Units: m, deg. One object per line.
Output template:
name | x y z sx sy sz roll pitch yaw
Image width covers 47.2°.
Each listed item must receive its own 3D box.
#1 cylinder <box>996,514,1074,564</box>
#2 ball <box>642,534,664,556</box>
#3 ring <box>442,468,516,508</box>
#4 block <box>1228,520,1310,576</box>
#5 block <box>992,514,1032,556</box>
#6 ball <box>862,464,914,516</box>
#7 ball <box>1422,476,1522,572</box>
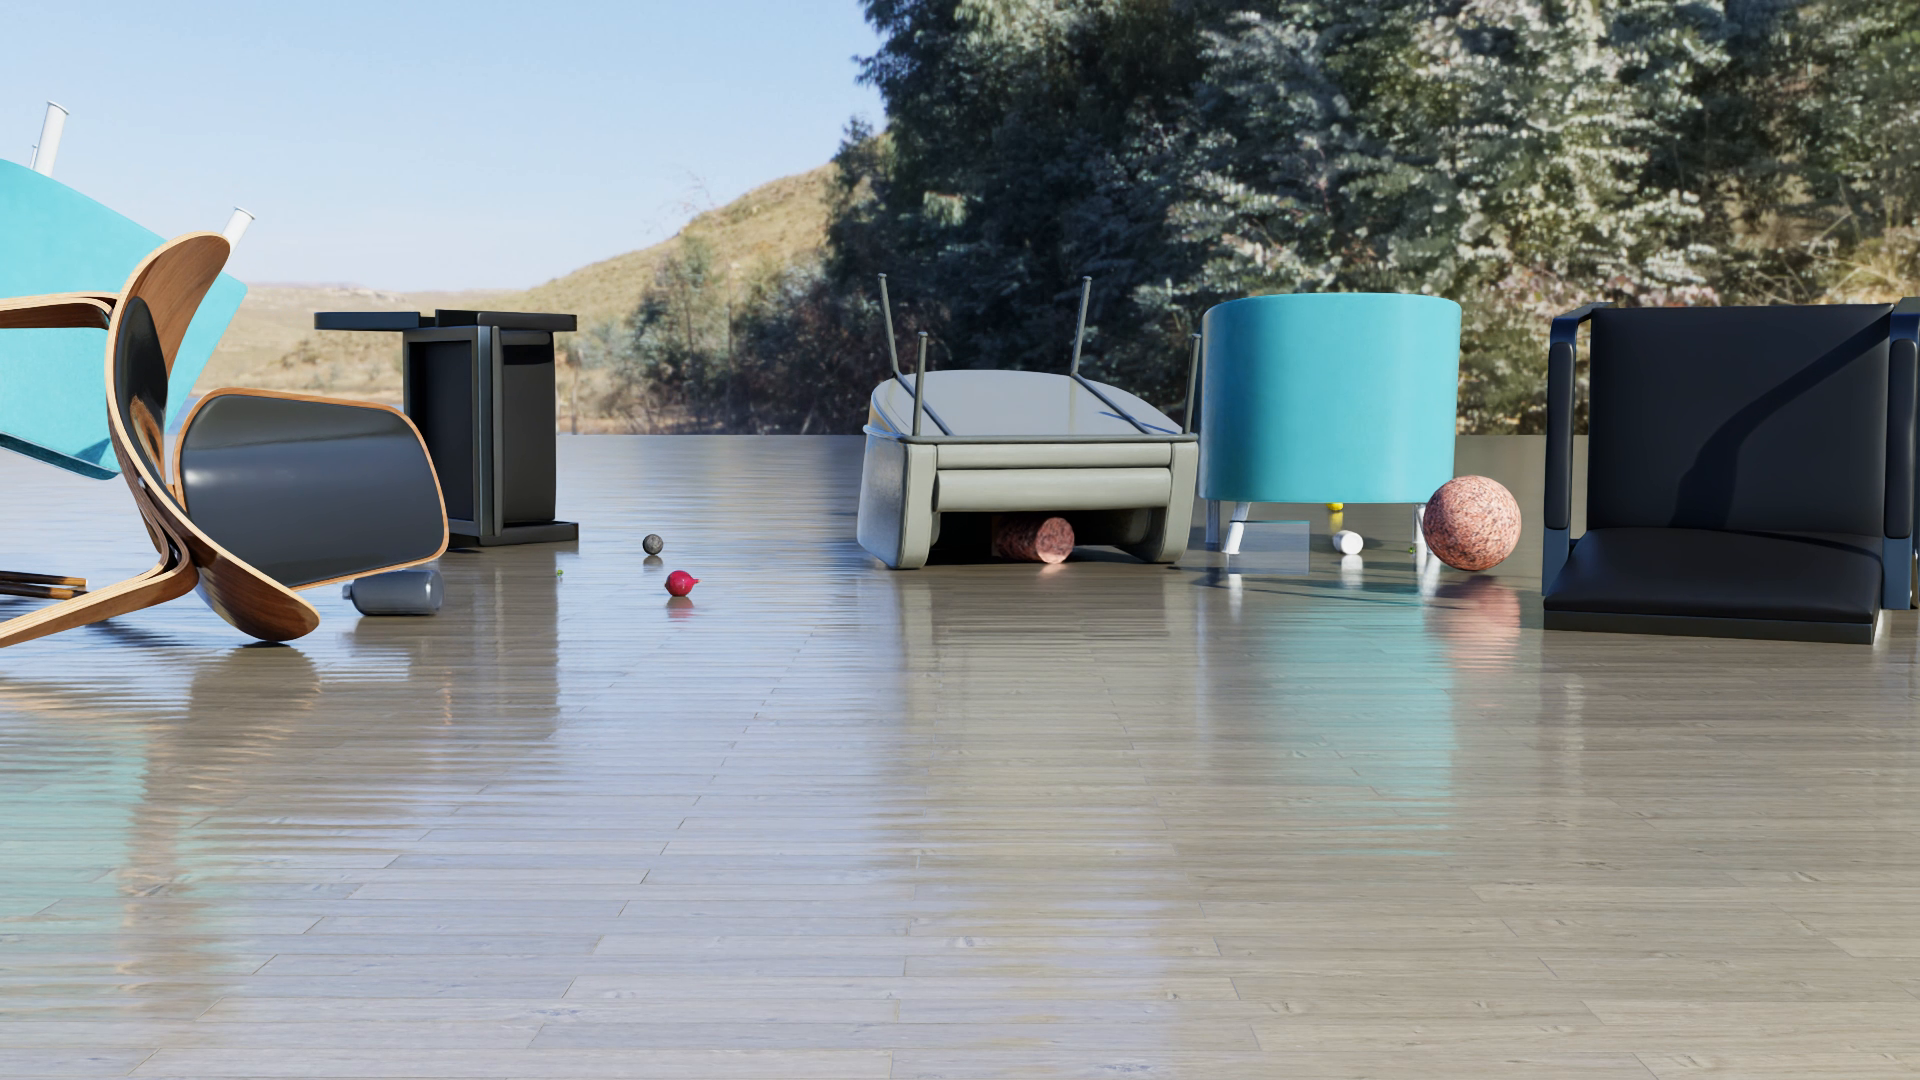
cylinder | 0.194 -0.003 5.717 0.131 0.120 0.164 -18 14 -36
ball | -0.831 0.012 5.951 0.057 0.057 0.057 0 4 0
ring | -1.815 -0.193 8.297 0.284 0.144 0.259 -3 -3 38
block | 0.754 0.018 5.365 0.194 0.125 0.085 1 4 8
block | 0.141 -0.014 5.937 0.069 0.111 0.094 3 5 37
ball | -0.256 -0.175 7.778 0.182 0.182 0.182 0 4 0
ball | 1.259 -0.041 5.411 0.237 0.237 0.237 0 4 0
